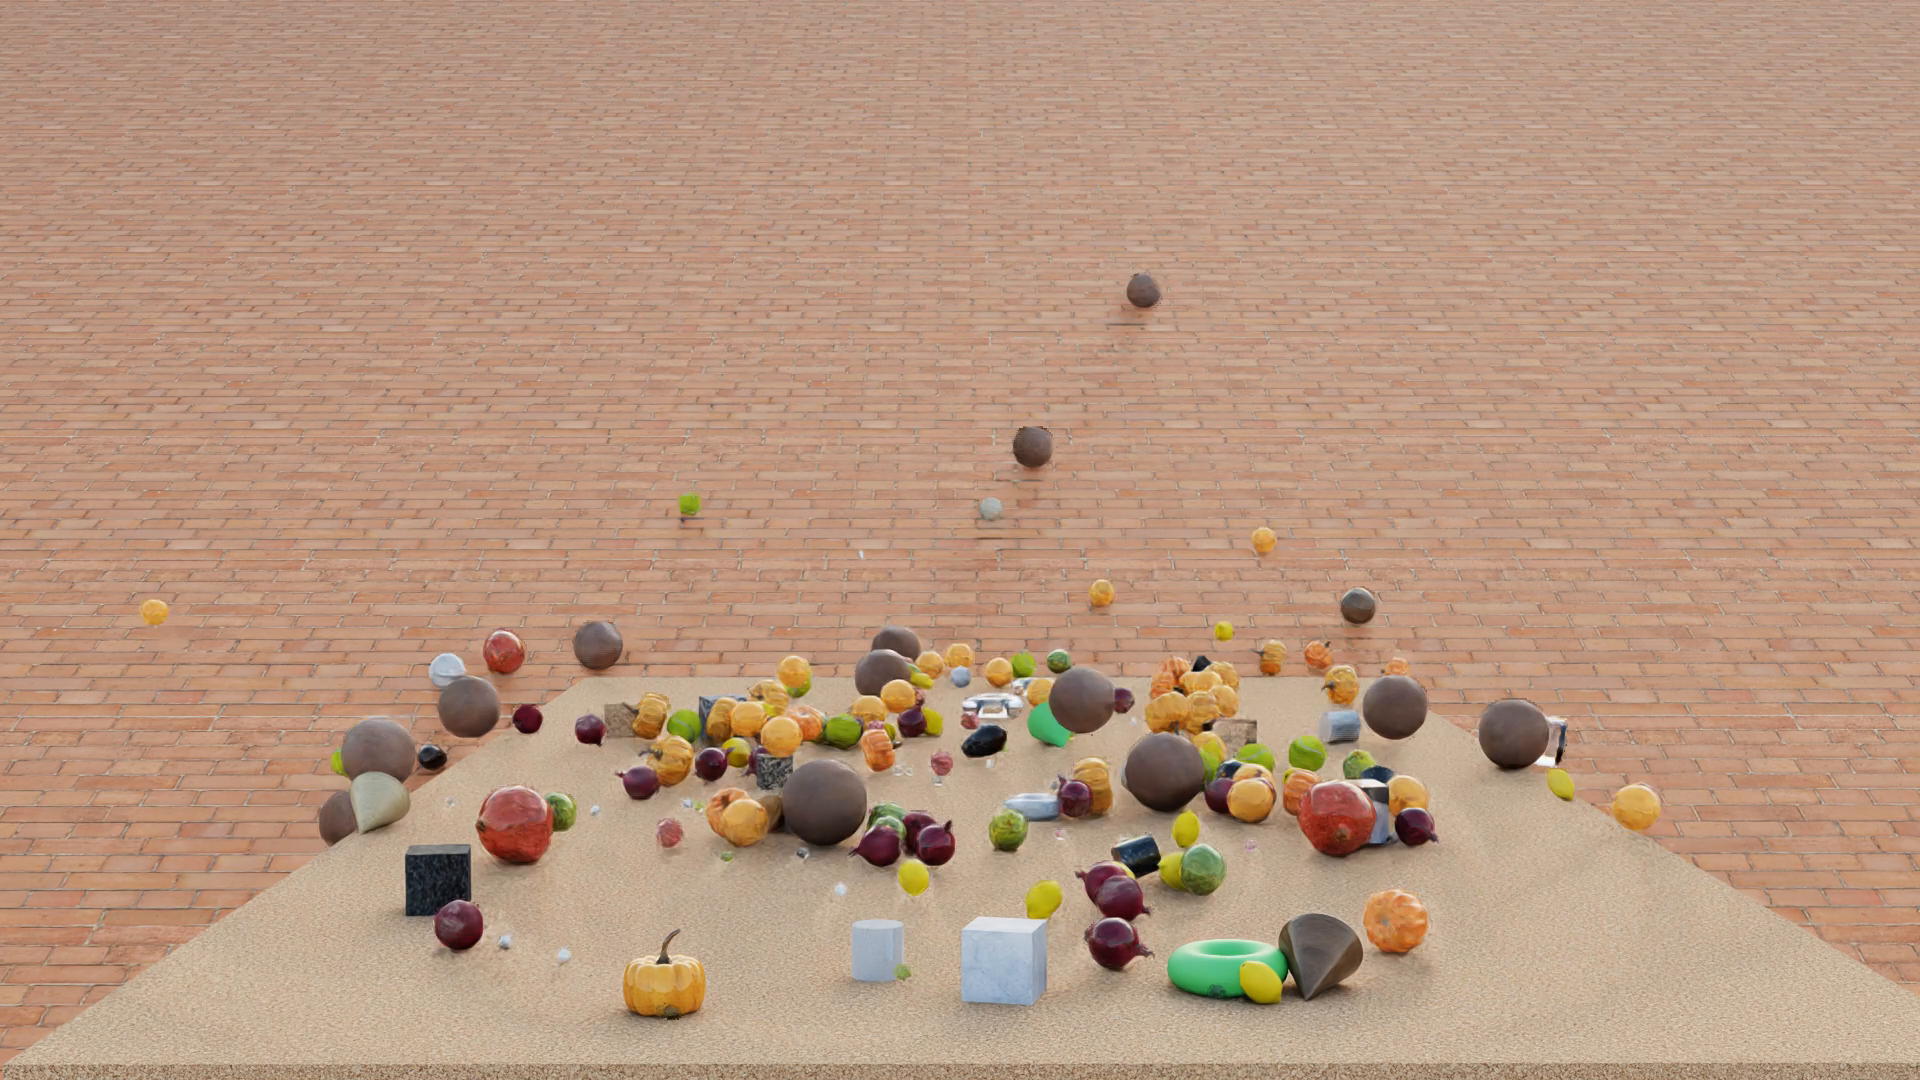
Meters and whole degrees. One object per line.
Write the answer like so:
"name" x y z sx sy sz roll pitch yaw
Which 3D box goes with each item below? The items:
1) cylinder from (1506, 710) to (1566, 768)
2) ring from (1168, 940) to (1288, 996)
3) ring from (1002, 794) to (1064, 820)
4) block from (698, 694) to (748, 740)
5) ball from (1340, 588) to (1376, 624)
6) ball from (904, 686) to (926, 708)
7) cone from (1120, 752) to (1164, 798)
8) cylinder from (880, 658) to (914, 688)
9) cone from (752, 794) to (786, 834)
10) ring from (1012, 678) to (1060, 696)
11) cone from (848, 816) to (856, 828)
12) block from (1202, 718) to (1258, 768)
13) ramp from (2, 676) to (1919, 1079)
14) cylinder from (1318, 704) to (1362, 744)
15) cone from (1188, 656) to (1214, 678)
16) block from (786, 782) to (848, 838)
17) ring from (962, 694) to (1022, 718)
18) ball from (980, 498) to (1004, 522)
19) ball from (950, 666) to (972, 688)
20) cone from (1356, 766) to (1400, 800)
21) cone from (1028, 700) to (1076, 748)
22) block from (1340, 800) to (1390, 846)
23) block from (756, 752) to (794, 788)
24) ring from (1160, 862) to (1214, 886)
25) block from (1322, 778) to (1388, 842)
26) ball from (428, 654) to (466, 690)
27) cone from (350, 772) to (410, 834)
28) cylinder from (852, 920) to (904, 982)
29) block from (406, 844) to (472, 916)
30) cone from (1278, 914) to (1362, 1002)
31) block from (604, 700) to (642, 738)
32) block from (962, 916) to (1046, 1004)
"cylinder" 1.088 0.377 4.868 0.093 0.093 0.093 11 24 4
"ring" 0.300 0.480 2.886 0.136 0.045 0.136 -1 3 0
"ring" 0.119 0.432 4.165 0.100 0.033 0.100 0 4 0
"block" -0.484 0.361 5.250 0.083 0.083 0.083 -1 3 -17
"ball" 1.089 0.181 7.037 0.100 0.100 0.100 0 23 0
"ball" -0.102 0.354 5.815 0.050 0.050 0.050 0 23 0
"cone" 0.324 0.420 4.399 0.082 0.082 0.082 -6 31 -14
"cylinder" -0.155 0.323 6.276 0.071 0.071 0.071 0 23 9
"cone" -0.297 0.441 4.013 0.062 0.062 0.062 1 42 3
"ring" 0.182 0.348 6.112 0.115 0.038 0.115 1 2 0
"cone" -0.196 0.435 4.064 0.075 0.075 0.075 29 32 15
"block" 0.506 0.380 4.816 0.082 0.082 0.082 1 3 22
"ramp" 0.053 0.482 4.539 2.000 0.100 4.000 0 2 0
"cylinder" 0.762 0.374 5.165 0.063 0.063 0.063 -30 32 -15
"cone" 0.596 0.334 6.491 0.065 0.065 0.065 -30 35 -28
"block" -0.223 0.418 3.995 0.075 0.075 0.075 -1 3 -23
"ring" 0.072 0.364 5.651 0.134 0.045 0.134 -1 3 0
"ball" 0.094 -0.091 7.711 0.072 0.072 0.072 0 23 0
"ball" 0.003 0.334 6.279 0.052 0.052 0.052 0 23 0
"cone" 0.698 0.426 4.282 0.072 0.072 0.072 1 30 3
"cone" 0.194 0.386 5.109 0.099 0.099 0.099 -5 30 -11
"block" 0.607 0.425 3.860 0.060 0.060 0.060 1 -9 20
"block" -0.326 0.406 4.526 0.055 0.055 0.055 -1 2 -16
"ring" 0.313 0.461 3.555 0.075 0.025 0.075 0 3 0
"block" 0.606 0.415 3.951 0.084 0.084 0.084 0 2 -5
"ball" -1.329 0.340 6.672 0.094 0.094 0.094 0 23 0
"cone" -0.924 0.432 4.033 0.099 0.099 0.099 3 29 6
"cylinder" -0.094 0.470 2.948 0.060 0.060 0.060 0 2 0
"block" -0.680 0.443 3.358 0.079 0.079 0.079 0 2 -8
"cone" 0.391 0.482 2.851 0.096 0.096 0.096 7 31 16
"block" -0.692 0.368 5.291 0.067 0.067 0.067 0 2 4
"block" 0.049 0.464 2.845 0.079 0.079 0.079 1 2 14
